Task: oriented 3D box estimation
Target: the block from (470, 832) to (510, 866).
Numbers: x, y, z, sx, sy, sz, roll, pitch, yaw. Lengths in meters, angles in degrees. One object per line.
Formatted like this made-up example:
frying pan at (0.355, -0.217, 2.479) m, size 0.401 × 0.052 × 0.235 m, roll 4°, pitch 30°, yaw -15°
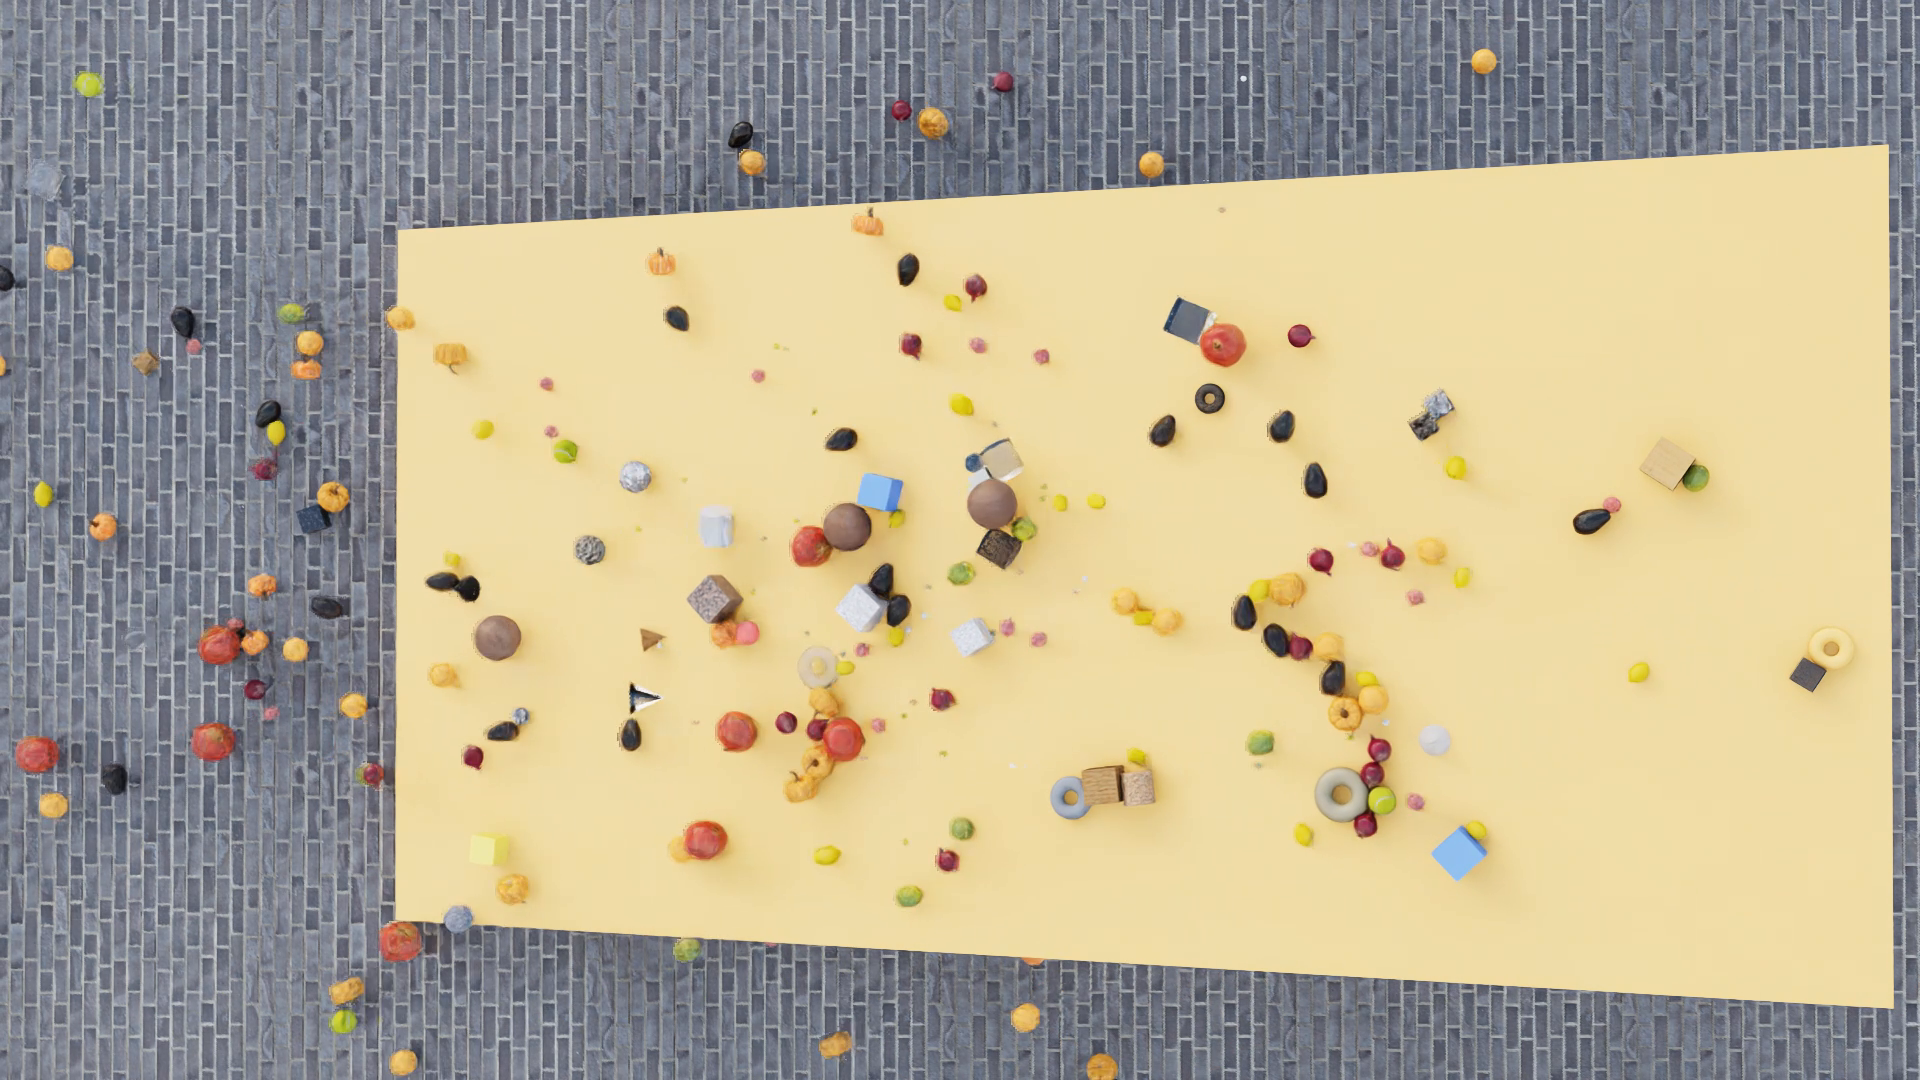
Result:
block at (-1.332, 0.874, 6.222) m, size 0.077 × 0.077 × 0.077 m, roll 5°, pitch 91°, yaw 19°

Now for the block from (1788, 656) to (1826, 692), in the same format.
block at (1.973, 0.313, 5.119) m, size 0.060 × 0.060 × 0.060 m, roll 33°, pitch 99°, yaw 16°

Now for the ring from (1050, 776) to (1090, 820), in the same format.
ring at (0.288, 0.668, 5.697) m, size 0.114 × 0.038 × 0.114 m, roll 0°, pitch 90°, yaw 18°

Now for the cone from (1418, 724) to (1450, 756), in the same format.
cone at (1.158, 0.493, 5.383) m, size 0.078 × 0.078 × 0.078 m, roll 0°, pitch 89°, yaw 19°

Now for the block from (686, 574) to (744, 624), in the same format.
block at (-0.668, 0.162, 5.998) m, size 0.094 × 0.094 × 0.094 m, roll -46°, pitch 76°, yaw 13°

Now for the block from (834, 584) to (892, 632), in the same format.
block at (-0.258, 0.181, 5.860) m, size 0.093 × 0.093 × 0.093 m, roll 42°, pitch 102°, yaw 15°

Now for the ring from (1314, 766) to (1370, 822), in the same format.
ring at (0.950, 0.634, 5.469) m, size 0.140 × 0.047 × 0.140 m, roll -1°, pitch 88°, yaw 19°

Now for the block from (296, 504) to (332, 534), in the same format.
block at (-1.891, -0.061, 6.438) m, size 0.069 × 0.069 × 0.069 m, roll -19°, pitch 89°, yaw 0°

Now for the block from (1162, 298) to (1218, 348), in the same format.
block at (0.584, -0.553, 5.585) m, size 0.092 × 0.092 × 0.092 m, roll 26°, pitch 98°, yaw 17°

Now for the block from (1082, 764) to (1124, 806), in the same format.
block at (0.371, 0.629, 5.642) m, size 0.090 × 0.090 × 0.090 m, roll -8°, pitch 87°, yaw 18°

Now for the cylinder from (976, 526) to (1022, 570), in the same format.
cylinder at (0.102, 0.021, 5.738) m, size 0.087 × 0.087 × 0.087 m, roll 32°, pitch 89°, yaw 9°

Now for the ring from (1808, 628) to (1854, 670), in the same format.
ring at (2.028, 0.254, 5.116) m, size 0.100 × 0.033 × 0.100 m, roll 0°, pitch 89°, yaw 20°

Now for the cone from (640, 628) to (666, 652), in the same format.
cone at (-0.847, 0.273, 6.091) m, size 0.068 × 0.068 × 0.068 m, roll -9°, pitch 89°, yaw -8°

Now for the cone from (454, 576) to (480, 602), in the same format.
cone at (-1.419, 0.139, 6.262) m, size 0.076 × 0.076 × 0.076 m, roll 0°, pitch 89°, yaw 20°

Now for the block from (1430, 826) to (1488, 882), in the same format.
block at (1.216, 0.762, 5.353) m, size 0.091 × 0.091 × 0.091 m, roll -45°, pitch 76°, yaw 13°

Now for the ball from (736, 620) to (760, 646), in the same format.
ball at (-0.577, 0.253, 5.980) m, size 0.067 × 0.067 × 0.067 m, roll 0°, pitch 89°, yaw 0°

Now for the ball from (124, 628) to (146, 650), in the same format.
ball at (-2.415, 0.290, 6.437) m, size 0.060 × 0.060 × 0.060 m, roll 0°, pitch 89°, yaw 0°

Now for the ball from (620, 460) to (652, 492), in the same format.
ball at (-0.898, -0.175, 6.084) m, size 0.089 × 0.089 × 0.089 m, roll 0°, pitch 89°, yaw 0°

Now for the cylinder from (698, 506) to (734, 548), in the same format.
cylinder at (-0.664, -0.037, 5.987) m, size 0.090 × 0.090 × 0.090 m, roll -1°, pitch 111°, yaw 0°

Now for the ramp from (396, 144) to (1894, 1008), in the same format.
ramp at (0.278, 0.092, 5.781) m, size 4.000 × 0.100 × 2.000 m, roll 0°, pitch 89°, yaw 19°

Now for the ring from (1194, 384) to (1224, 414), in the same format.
ring at (0.636, -0.360, 5.600) m, size 0.079 × 0.026 × 0.079 m, roll -1°, pitch 88°, yaw 19°

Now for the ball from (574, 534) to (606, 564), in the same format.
ball at (-1.031, 0.028, 6.129) m, size 0.084 × 0.084 × 0.084 m, roll 0°, pitch 89°, yaw 0°

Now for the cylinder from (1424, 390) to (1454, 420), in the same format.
cylinder at (1.177, -0.330, 5.400) m, size 0.055 × 0.055 × 0.055 m, roll -34°, pitch 89°, yaw 15°

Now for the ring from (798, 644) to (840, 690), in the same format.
ring at (-0.381, 0.344, 5.927) m, size 0.123 × 0.041 × 0.123 m, roll -1°, pitch 88°, yaw 20°

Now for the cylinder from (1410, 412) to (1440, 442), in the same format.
cylinder at (1.143, -0.278, 5.412) m, size 0.054 × 0.054 × 0.054 m, roll -33°, pitch 89°, yaw 15°

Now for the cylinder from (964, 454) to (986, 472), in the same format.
cylinder at (0.045, -0.201, 5.785) m, size 0.050 × 0.050 × 0.050 m, roll 0°, pitch 89°, yaw 19°

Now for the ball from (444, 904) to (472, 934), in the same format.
ball at (-1.426, 1.077, 6.249) m, size 0.081 × 0.081 × 0.081 m, roll 0°, pitch 89°, yaw 0°

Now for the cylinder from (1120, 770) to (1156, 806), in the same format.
cylinder at (0.454, 0.634, 5.618) m, size 0.082 × 0.082 × 0.082 m, roll -7°, pitch 87°, yaw 0°

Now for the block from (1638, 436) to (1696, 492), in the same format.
block at (1.676, -0.180, 5.210) m, size 0.092 × 0.092 × 0.092 m, roll 36°, pitch 100°, yaw 16°

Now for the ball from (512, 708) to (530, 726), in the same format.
ball at (-1.239, 0.498, 6.210) m, size 0.050 × 0.050 × 0.050 m, roll 0°, pitch 89°, yaw 0°

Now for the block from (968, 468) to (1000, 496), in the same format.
block at (0.063, -0.152, 5.776) m, size 0.055 × 0.055 × 0.055 m, roll -32°, pitch 80°, yaw 16°

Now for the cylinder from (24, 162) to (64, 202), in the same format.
cylinder at (-2.682, -1.050, 6.441) m, size 0.088 × 0.088 × 0.088 m, roll 27°, pitch 89°, yaw 0°

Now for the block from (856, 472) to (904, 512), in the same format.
block at (-0.213, -0.128, 5.853) m, size 0.084 × 0.084 × 0.084 m, roll 15°, pitch 94°, yaw 18°

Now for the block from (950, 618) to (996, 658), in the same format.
block at (0.033, 0.256, 5.769) m, size 0.076 × 0.076 × 0.076 m, roll -33°, pitch 79°, yaw 15°
